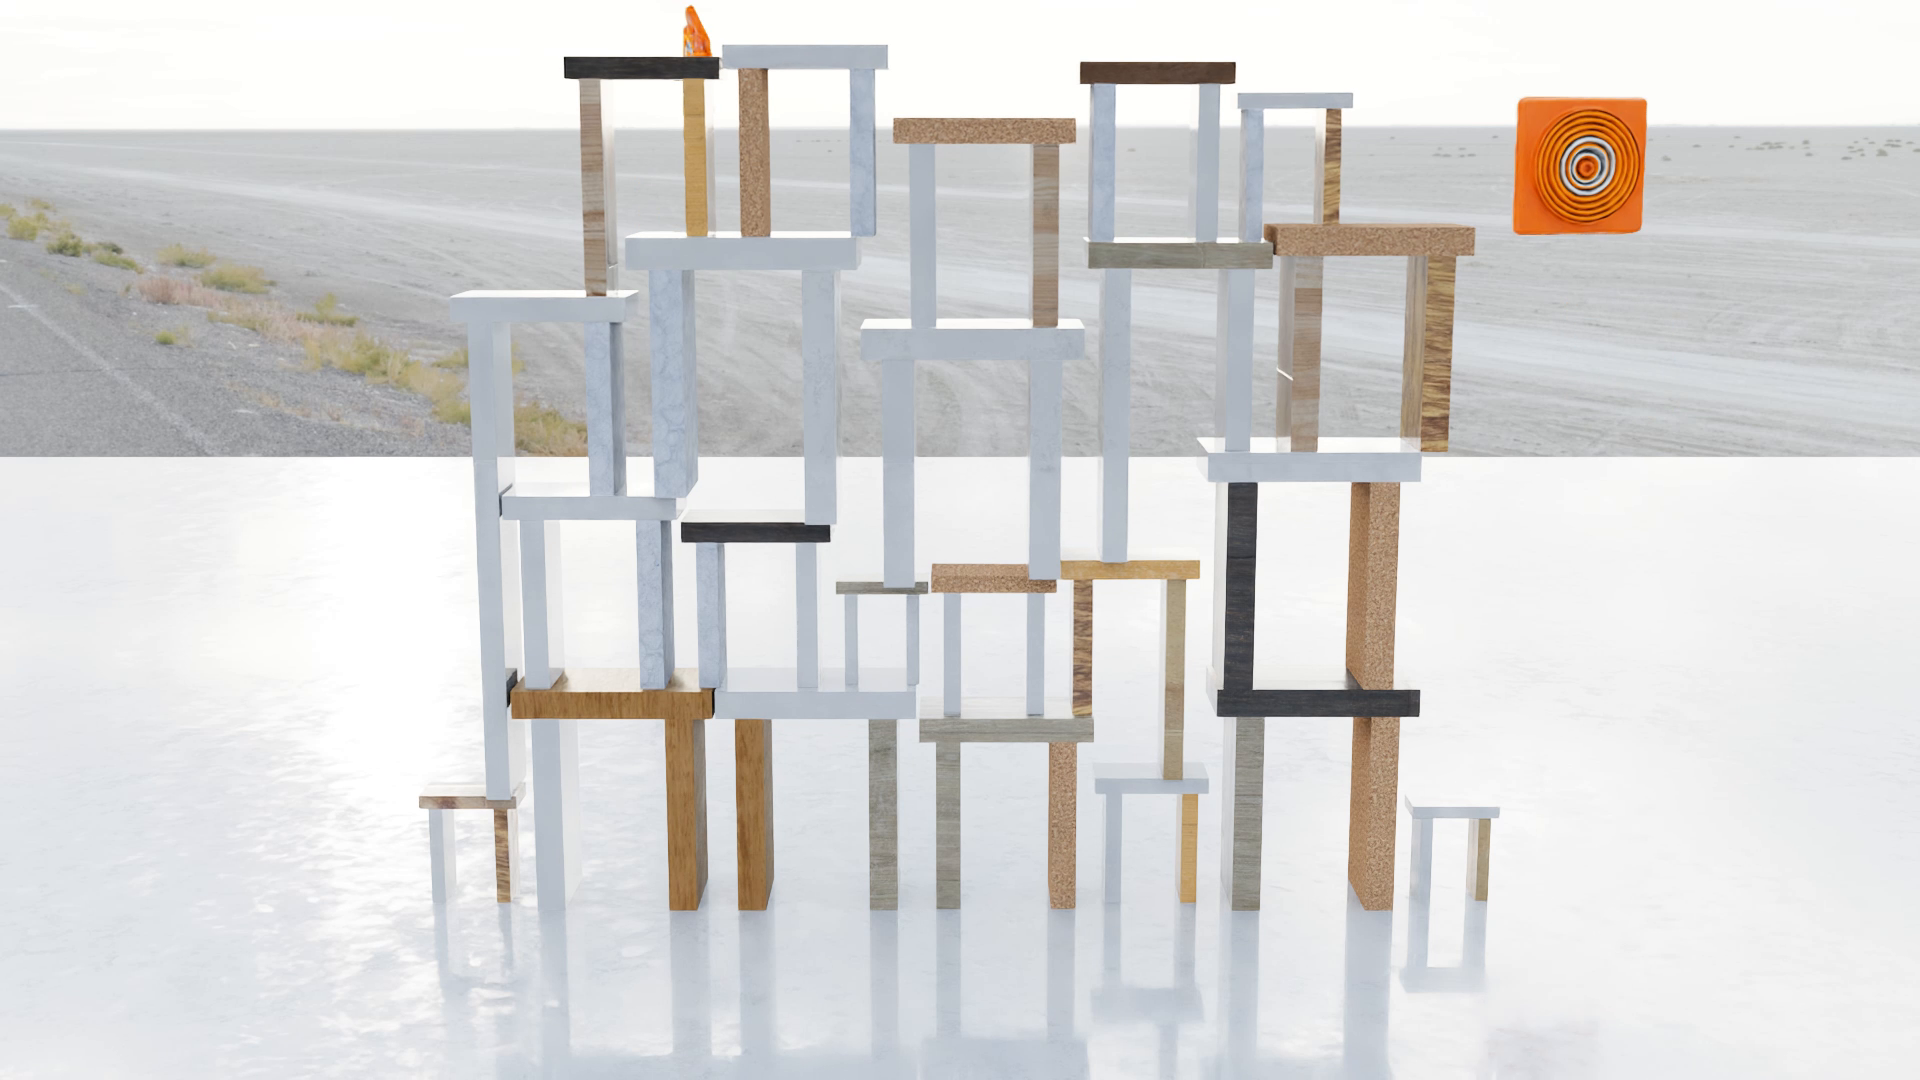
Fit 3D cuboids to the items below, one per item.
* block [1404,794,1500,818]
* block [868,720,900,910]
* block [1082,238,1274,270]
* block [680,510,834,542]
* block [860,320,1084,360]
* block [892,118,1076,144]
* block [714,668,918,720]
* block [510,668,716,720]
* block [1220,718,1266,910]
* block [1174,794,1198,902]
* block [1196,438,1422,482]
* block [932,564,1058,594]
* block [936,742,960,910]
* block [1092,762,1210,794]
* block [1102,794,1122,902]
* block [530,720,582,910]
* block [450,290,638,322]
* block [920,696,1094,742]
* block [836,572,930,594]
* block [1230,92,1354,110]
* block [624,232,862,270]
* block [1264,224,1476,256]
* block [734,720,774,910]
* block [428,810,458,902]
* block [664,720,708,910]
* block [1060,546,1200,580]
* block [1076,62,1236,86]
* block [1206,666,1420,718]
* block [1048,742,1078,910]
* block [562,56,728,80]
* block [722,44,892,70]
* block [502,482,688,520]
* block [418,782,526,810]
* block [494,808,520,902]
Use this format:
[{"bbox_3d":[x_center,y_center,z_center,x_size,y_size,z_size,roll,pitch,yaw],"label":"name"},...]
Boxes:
[{"bbox_3d":[0.814,0.440,3.641,0.142,0.020,0.071,0,11,0],"label":"block"},{"bbox_3d":[-0.124,0.432,3.640,0.046,0.322,0.161,0,11,0],"label":"block"},{"bbox_3d":[0.341,-0.453,3.472,0.286,0.041,0.143,0,11,0],"label":"block"},{"bbox_3d":[-0.325,-0.023,3.556,0.238,0.034,0.119,0,11,0],"label":"block"},{"bbox_3d":[0.020,-0.320,3.506,0.348,0.049,0.174,0,10,0],"label":"block"},{"bbox_3d":[0.036,-0.641,3.445,0.282,0.040,0.141,0,10,-1],"label":"block"},{"bbox_3d":[-0.232,0.251,3.606,0.322,0.046,0.161,0,11,0],"label":"block"},{"bbox_3d":[-0.559,0.251,3.605,0.322,0.046,0.161,0,11,0],"label":"block"},{"bbox_3d":[0.467,0.430,3.640,0.046,0.326,0.163,0,11,0],"label":"block"},{"bbox_3d":[0.376,0.498,3.655,0.026,0.186,0.093,0,11,0],"label":"block"},{"bbox_3d":[0.557,-0.129,3.537,0.336,0.048,0.168,0,11,0],"label":"block"},{"bbox_3d":[0.055,0.062,3.568,0.202,0.029,0.101,0,10,0],"label":"block"},{"bbox_3d":[-0.019,0.452,3.639,0.040,0.282,0.141,0,11,0],"label":"block"},{"bbox_3d":[0.314,0.393,3.636,0.186,0.026,0.093,0,11,0],"label":"block"},{"bbox_3d":[0.252,0.498,3.655,0.026,0.186,0.093,0,11,0],"label":"block"},{"bbox_3d":[-0.666,0.432,3.639,0.046,0.322,0.161,0,11,0],"label":"block"},{"bbox_3d":[-0.658,-0.372,3.495,0.275,0.039,0.137,0,11,0],"label":"block"},{"bbox_3d":[0.075,0.294,3.610,0.282,0.040,0.141,0,11,0],"label":"block"},{"bbox_3d":[-0.125,0.071,3.574,0.149,0.021,0.075,0,10,0],"label":"block"},{"bbox_3d":[0.516,-0.686,3.434,0.180,0.025,0.090,0,11,-1],"label":"block"},{"bbox_3d":[-0.338,-0.458,3.479,0.356,0.050,0.178,0,11,0],"label":"block"},{"bbox_3d":[0.642,-0.475,3.470,0.306,0.043,0.153,0,11,0],"label":"block"},{"bbox_3d":[-0.339,0.432,3.640,0.046,0.322,0.161,0,11,0],"label":"block"},{"bbox_3d":[-0.859,0.512,3.651,0.023,0.160,0.080,0,11,0],"label":"block"},{"bbox_3d":[-0.452,0.432,3.639,0.046,0.322,0.161,0,11,0],"label":"block"},{"bbox_3d":[0.272,0.037,3.569,0.224,0.032,0.112,0,11,0],"label":"block"},{"bbox_3d":[0.303,-0.727,3.426,0.240,0.034,0.120,0,11,0],"label":"block"},{"bbox_3d":[0.575,0.247,3.606,0.326,0.046,0.163,0,11,0],"label":"block"},{"bbox_3d":[0.169,0.452,3.639,0.040,0.282,0.141,0,11,0],"label":"block"},{"bbox_3d":[-0.488,-0.735,3.427,0.239,0.034,0.120,0,11,0],"label":"block"},{"bbox_3d":[-0.236,-0.749,3.416,0.255,0.036,0.127,0,11,0],"label":"block"},{"bbox_3d":[-0.587,-0.063,3.551,0.276,0.039,0.138,0,11,0],"label":"block"},{"bbox_3d":[-0.805,0.422,3.634,0.160,0.023,0.080,0,11,0],"label":"block"},{"bbox_3d":[-0.752,0.512,3.651,0.023,0.160,0.080,0,11,0],"label":"block"}]
